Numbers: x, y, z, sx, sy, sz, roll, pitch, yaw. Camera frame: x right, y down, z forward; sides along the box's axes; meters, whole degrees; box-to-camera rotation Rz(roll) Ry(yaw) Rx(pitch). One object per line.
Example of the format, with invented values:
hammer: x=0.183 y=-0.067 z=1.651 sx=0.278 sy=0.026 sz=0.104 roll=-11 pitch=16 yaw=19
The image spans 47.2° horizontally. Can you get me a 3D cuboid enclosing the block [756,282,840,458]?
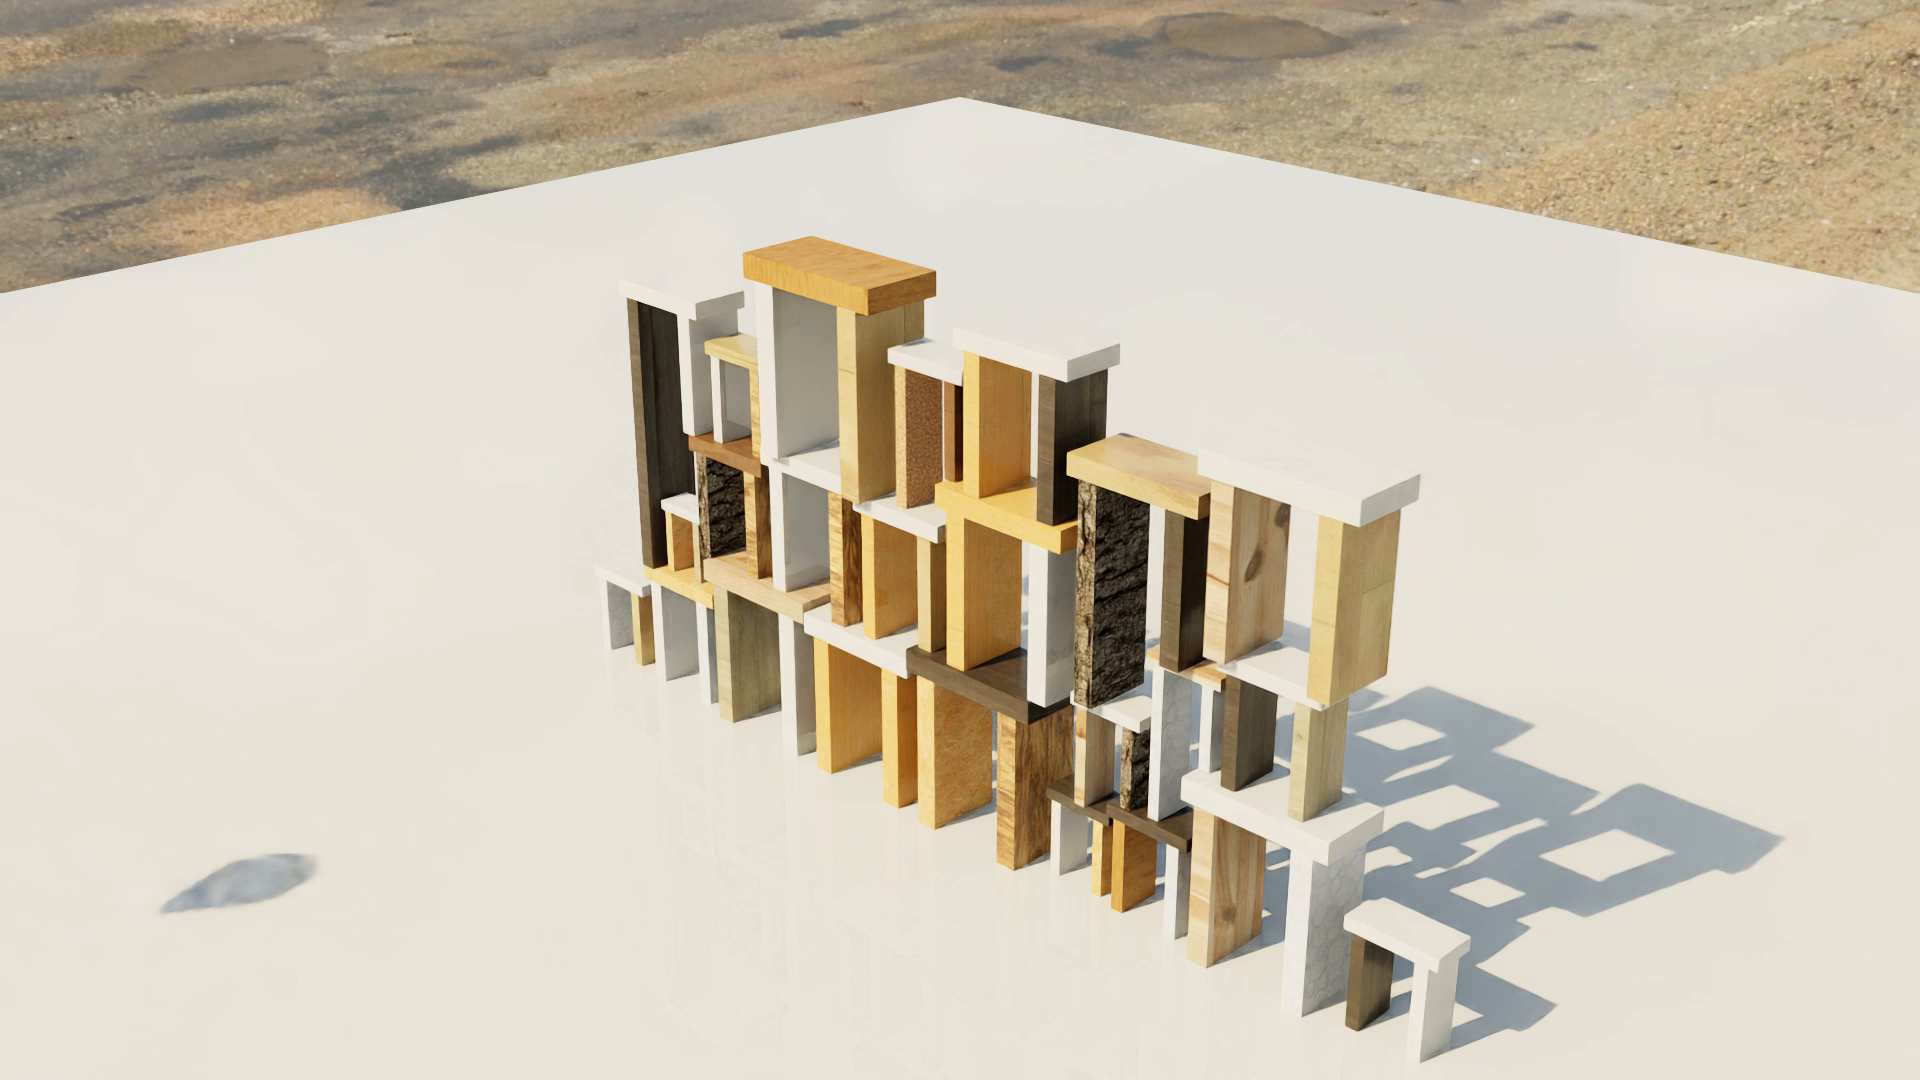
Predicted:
block: x=-0.320 y=-0.359 z=4.417 sx=0.051 sy=0.359 sz=0.180 roll=21 pitch=31 yaw=41

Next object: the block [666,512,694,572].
block: x=-0.617 y=-0.007 z=4.892 sx=0.020 sy=0.141 sz=0.071 roll=21 pitch=31 yaw=41

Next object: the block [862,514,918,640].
block: x=-0.139 y=0.057 z=4.395 sx=0.034 sy=0.265 sz=0.119 roll=21 pitch=31 yaw=41

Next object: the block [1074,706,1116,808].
block: x=0.253 y=0.392 z=4.110 sx=0.024 sy=0.204 sz=0.084 roll=21 pitch=31 yaw=41

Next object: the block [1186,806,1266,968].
block: x=0.482 y=0.595 z=3.952 sx=0.045 sy=0.317 sz=0.158 roll=21 pitch=31 yaw=41

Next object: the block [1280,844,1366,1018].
block: x=0.631 y=0.654 z=3.814 sx=0.045 sy=0.317 sz=0.158 roll=21 pitch=31 yaw=41

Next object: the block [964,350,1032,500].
block: x=0.070 y=-0.227 z=4.049 sx=0.139 sy=0.278 sz=0.039 roll=-21 pitch=31 yaw=-41

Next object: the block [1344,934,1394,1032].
block: x=0.705 y=0.741 z=3.774 sx=0.027 sy=0.188 sz=0.094 roll=21 pitch=31 yaw=41

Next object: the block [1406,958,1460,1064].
block: x=0.794 y=0.775 z=3.692 sx=0.027 sy=0.188 sz=0.094 roll=21 pitch=31 yaw=41

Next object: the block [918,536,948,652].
block: x=-0.027 y=0.089 z=4.286 sx=0.034 sy=0.239 sz=0.119 roll=21 pitch=31 yaw=41

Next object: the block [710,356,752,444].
block: x=-0.474 y=-0.305 z=4.612 sx=0.027 sy=0.187 sz=0.094 roll=21 pitch=31 yaw=41

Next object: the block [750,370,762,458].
block: x=-0.386 y=-0.271 z=4.530 sx=0.027 sy=0.187 sz=0.094 roll=21 pitch=31 yaw=41

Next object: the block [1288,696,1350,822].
block: x=0.606 y=0.357 z=3.713 sx=0.031 sy=0.219 sz=0.109 roll=21 pitch=31 yaw=41

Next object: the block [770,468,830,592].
block: x=-0.328 y=-0.038 z=4.565 sx=0.038 sy=0.271 sz=0.135 roll=21 pitch=31 yaw=40

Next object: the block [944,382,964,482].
block: x=0.015 y=-0.214 z=4.125 sx=0.098 sy=0.195 sz=0.028 roll=-21 pitch=31 yaw=-41

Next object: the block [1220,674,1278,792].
block: x=0.502 y=0.317 z=3.808 sx=0.031 sy=0.219 sz=0.109 roll=21 pitch=31 yaw=40

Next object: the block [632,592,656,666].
block: x=-0.710 y=0.193 z=5.077 sx=0.025 sy=0.180 sz=0.090 roll=21 pitch=31 yaw=41

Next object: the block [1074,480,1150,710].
block: x=0.274 y=0.080 z=3.963 sx=0.042 sy=0.437 sz=0.148 roll=21 pitch=31 yaw=41

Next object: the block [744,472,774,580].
block: x=-0.395 y=-0.045 z=4.627 sx=0.033 sy=0.236 sz=0.118 roll=21 pitch=31 yaw=41

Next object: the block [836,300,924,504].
block: x=-0.151 y=-0.280 z=4.266 sx=0.180 sy=0.388 sz=0.051 roll=-21 pitch=31 yaw=-40

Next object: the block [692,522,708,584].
block: x=-0.551 y=0.019 z=4.831 sx=0.020 sy=0.141 sz=0.071 roll=21 pitch=31 yaw=41

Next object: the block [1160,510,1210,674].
block: x=0.414 y=0.069 z=3.808 sx=0.042 sy=0.295 sz=0.148 roll=21 pitch=31 yaw=41

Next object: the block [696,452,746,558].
block: x=-0.506 y=-0.089 z=4.729 sx=0.033 sy=0.236 sz=0.118 roll=21 pitch=31 yaw=41

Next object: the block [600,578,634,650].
block: x=-0.795 y=0.159 z=5.155 sx=0.025 sy=0.180 sz=0.090 roll=21 pitch=31 yaw=41

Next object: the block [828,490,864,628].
block: x=-0.200 y=0.020 z=4.451 sx=0.135 sy=0.289 sz=0.038 roll=-21 pitch=31 yaw=-41

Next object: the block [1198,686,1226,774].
block: x=0.458 y=0.320 z=3.868 sx=0.024 sy=0.167 sz=0.083 roll=21 pitch=31 yaw=41

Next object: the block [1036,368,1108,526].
block: x=0.200 y=-0.176 z=3.929 sx=0.039 sy=0.278 sz=0.139 roll=21 pitch=31 yaw=40

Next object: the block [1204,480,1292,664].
block: x=0.486 y=0.033 z=3.704 sx=0.046 sy=0.323 sz=0.162 roll=21 pitch=31 yaw=41

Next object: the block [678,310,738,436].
block: x=-0.528 y=-0.362 z=4.651 sx=0.130 sy=0.261 sz=0.037 roll=-21 pitch=31 yaw=-41

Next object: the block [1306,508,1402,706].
block: x=0.639 y=0.092 z=3.565 sx=0.162 sy=0.323 sz=0.046 roll=-21 pitch=31 yaw=-41

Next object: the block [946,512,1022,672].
block: x=0.047 y=0.077 z=4.212 sx=0.045 sy=0.319 sz=0.159 roll=21 pitch=31 yaw=41

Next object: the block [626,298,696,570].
block: x=-0.651 y=-0.244 z=4.835 sx=0.131 sy=0.622 sz=0.037 roll=-21 pitch=31 yaw=-41

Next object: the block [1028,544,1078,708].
block: x=0.198 y=0.136 z=4.073 sx=0.045 sy=0.319 sz=0.159 roll=21 pitch=31 yaw=41

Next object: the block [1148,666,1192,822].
block: x=0.380 y=0.355 z=3.968 sx=0.083 sy=0.309 sz=0.024 roll=-21 pitch=31 yaw=-41

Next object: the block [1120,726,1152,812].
block: x=0.332 y=0.406 z=4.030 sx=0.024 sy=0.167 sz=0.084 roll=21 pitch=31 yaw=41

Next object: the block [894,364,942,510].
block: x=-0.079 y=-0.208 z=4.228 sx=0.098 sy=0.287 sz=0.028 roll=-21 pitch=31 yaw=-41
